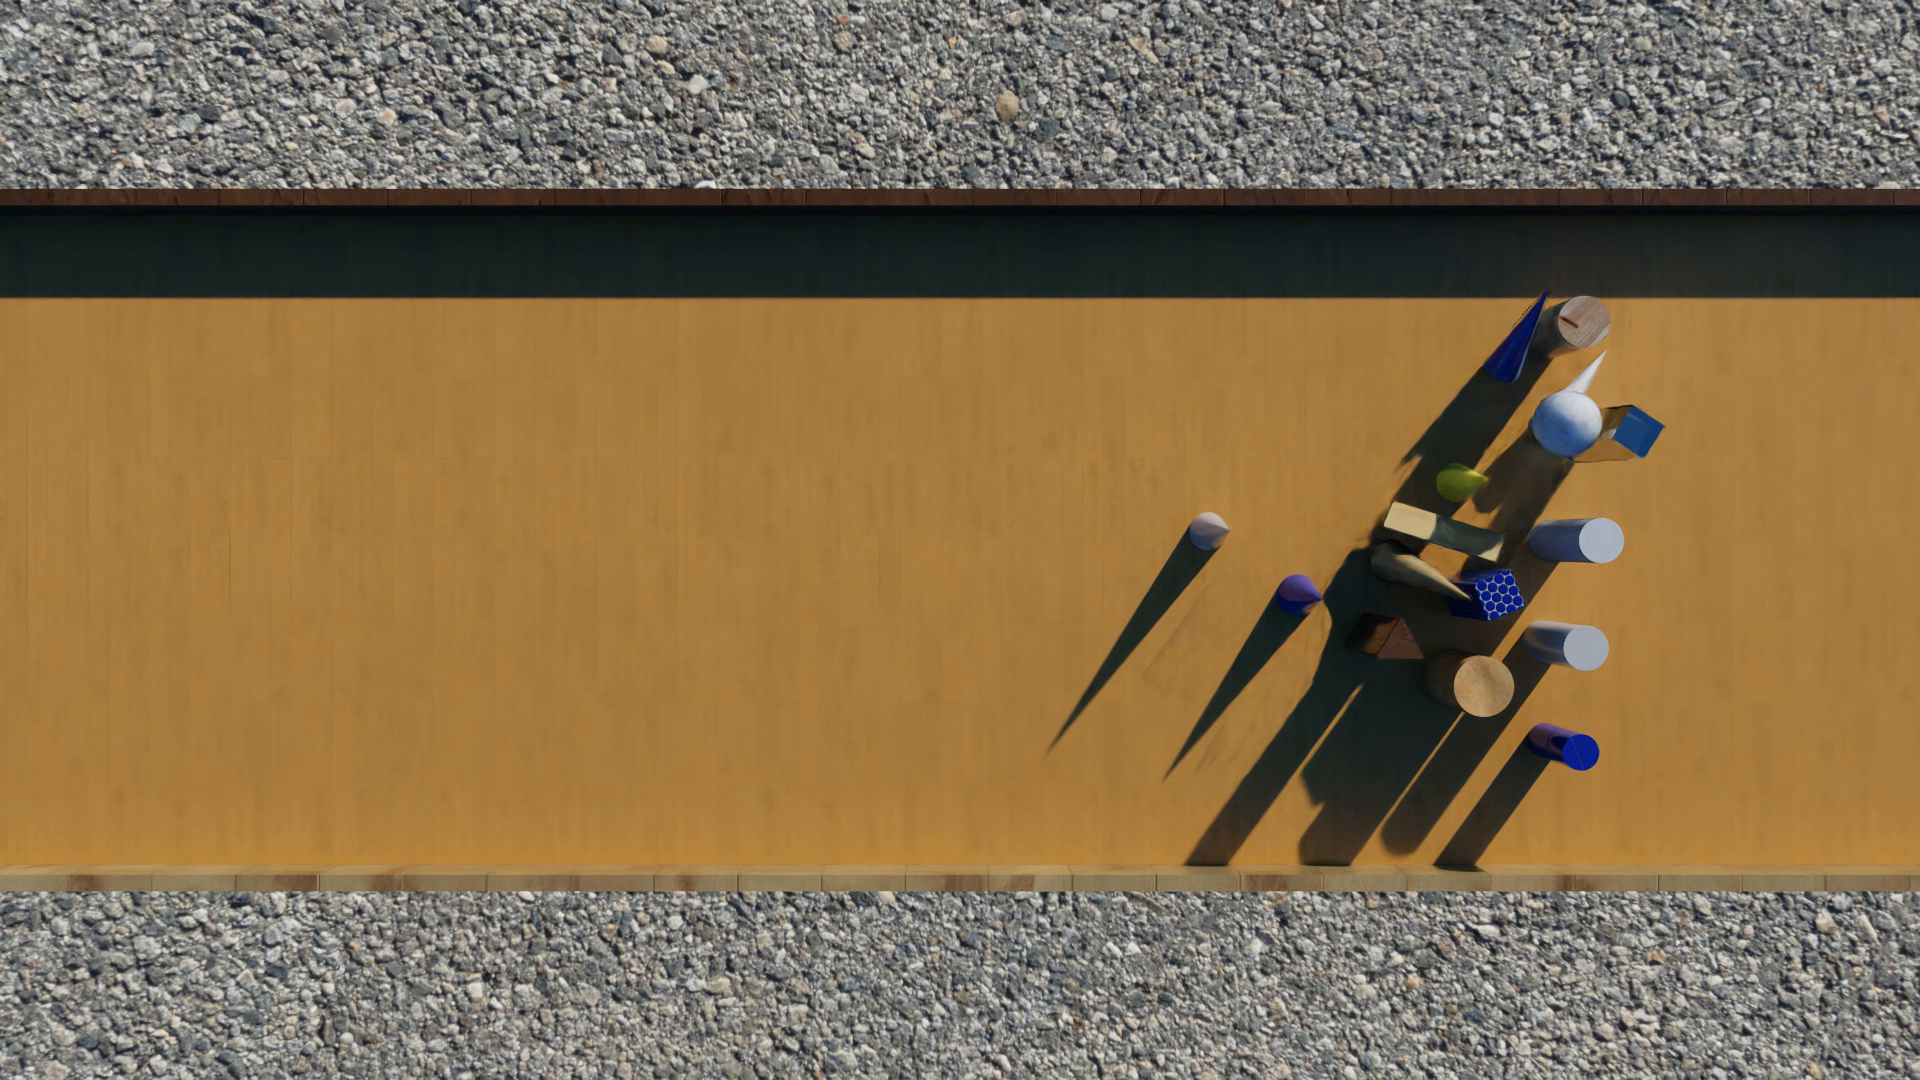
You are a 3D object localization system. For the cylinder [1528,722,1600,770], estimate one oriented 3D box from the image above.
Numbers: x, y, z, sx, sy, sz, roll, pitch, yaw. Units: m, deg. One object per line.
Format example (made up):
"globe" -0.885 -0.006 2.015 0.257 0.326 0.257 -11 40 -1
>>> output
"cylinder" 1.799 0.615 4.926 0.106 0.301 0.106 0 90 0

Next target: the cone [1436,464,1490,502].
"cone" 1.526 -0.176 4.915 0.121 0.323 0.121 0 90 0

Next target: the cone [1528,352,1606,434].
"cone" 1.879 -0.459 5.028 0.106 0.106 0.361 41 74 0

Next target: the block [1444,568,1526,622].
"block" 1.549 0.159 4.904 0.115 0.345 0.115 -22 90 0

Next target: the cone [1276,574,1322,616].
"cone" 1.040 0.170 4.905 0.129 0.343 0.129 0 90 0

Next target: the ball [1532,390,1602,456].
"ball" 1.741 -0.335 4.732 0.189 0.189 0.189 0 90 0

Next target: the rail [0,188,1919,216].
"rail" -2.247 -1.025 5.002 12.000 0.150 0.050 0 90 0

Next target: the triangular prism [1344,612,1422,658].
"triangular prism" 1.248 0.276 4.870 0.128 0.413 0.111 2 90 0

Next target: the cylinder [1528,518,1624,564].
"cylinder" 1.815 0.002 4.871 0.128 0.411 0.128 0 90 0

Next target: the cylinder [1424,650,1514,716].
"cylinder" 1.514 0.424 4.921 0.175 0.311 0.175 0 90 0

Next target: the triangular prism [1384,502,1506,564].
"triangular prism" 1.437 -0.006 4.920 0.338 0.085 0.098 20 125 22

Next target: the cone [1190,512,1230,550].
"cone" 0.764 -0.027 4.869 0.118 0.415 0.118 0 90 0

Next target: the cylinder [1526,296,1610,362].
"cylinder" 1.784 -0.624 4.895 0.149 0.363 0.149 0 90 0

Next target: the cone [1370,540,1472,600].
"cone" 1.382 0.117 4.852 0.132 0.432 0.132 -5 106 -18

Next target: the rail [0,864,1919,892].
"rail" -2.247 1.025 5.001 12.000 0.150 0.050 0 90 0

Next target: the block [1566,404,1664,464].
"block" 1.895 -0.309 4.861 0.112 0.421 0.112 32 88 -5

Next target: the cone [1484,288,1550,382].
"cone" 1.682 -0.626 4.907 0.111 0.345 0.111 5 52 -7

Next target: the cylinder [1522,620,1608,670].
"cylinder" 1.794 0.310 4.901 0.130 0.350 0.130 0 90 0
